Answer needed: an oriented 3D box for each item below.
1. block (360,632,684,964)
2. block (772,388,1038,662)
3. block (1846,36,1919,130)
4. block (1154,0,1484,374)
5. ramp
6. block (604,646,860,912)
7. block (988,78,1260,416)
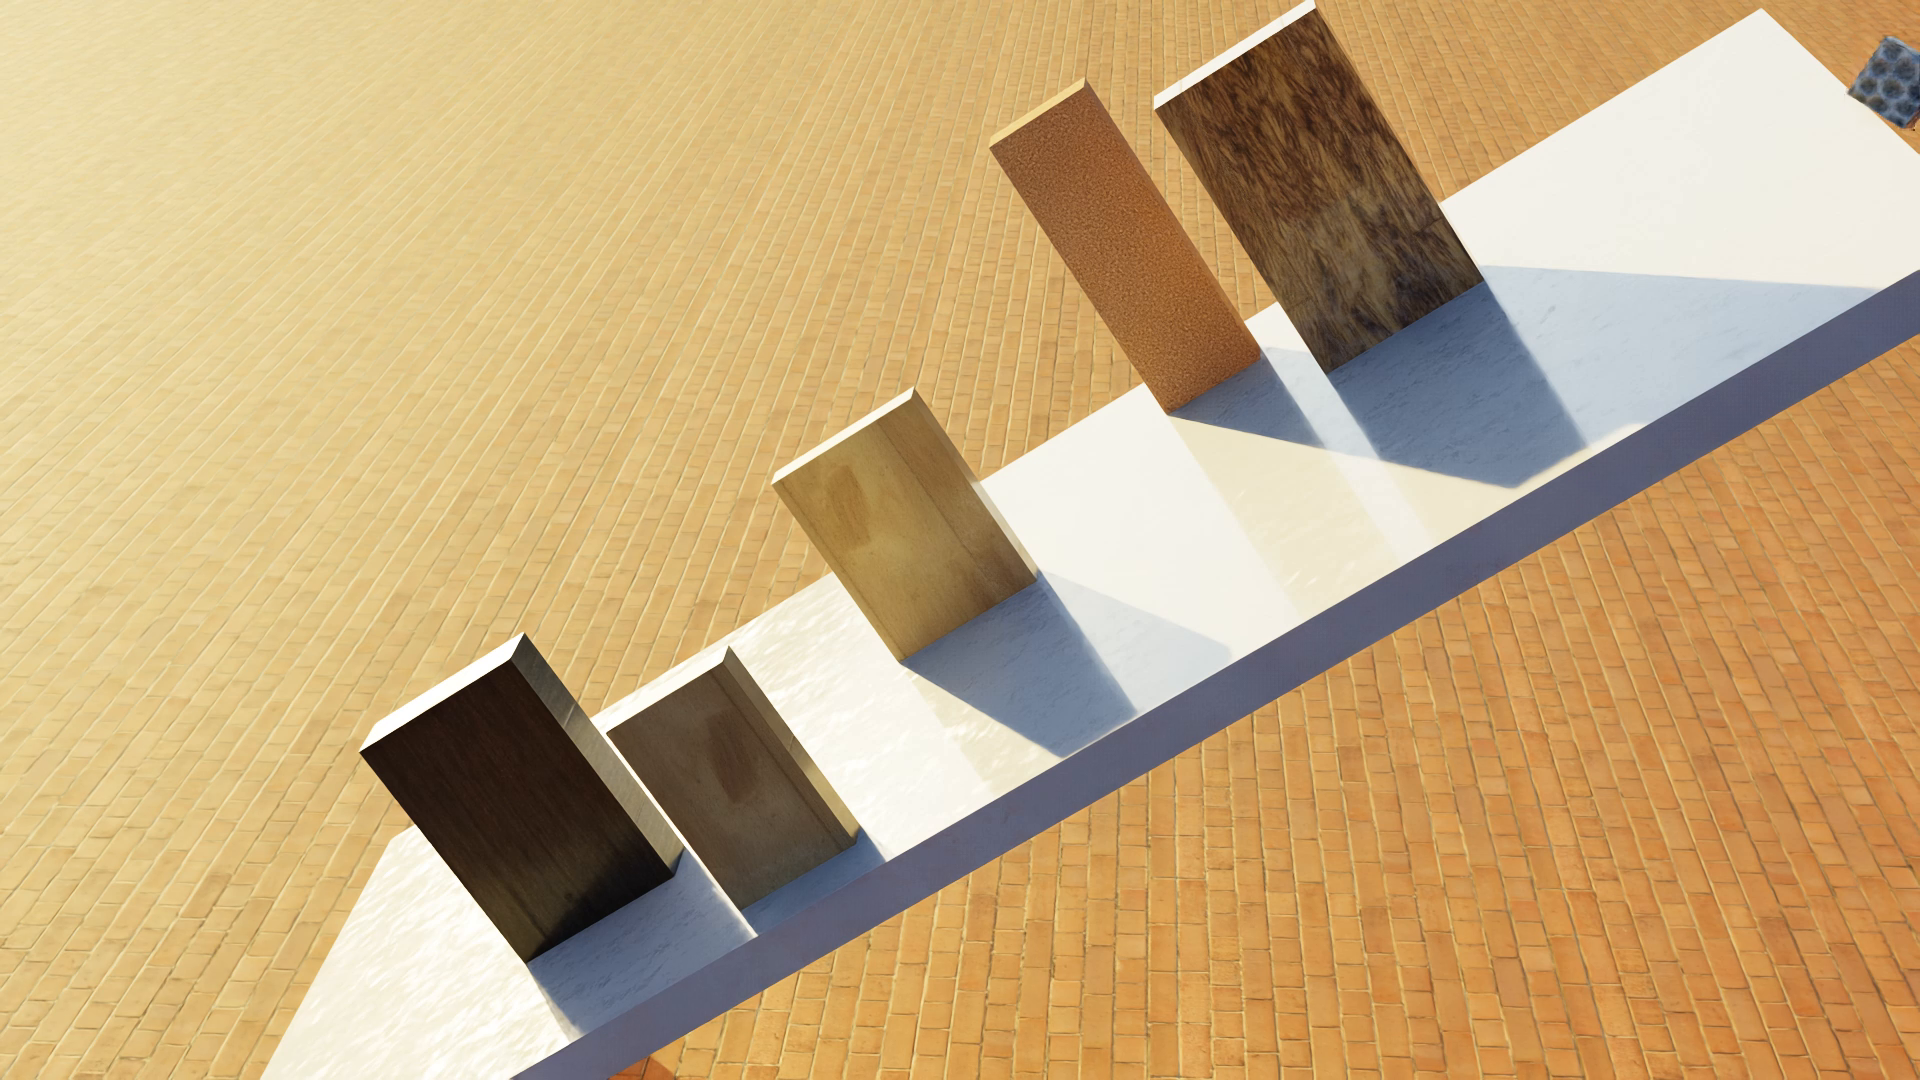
[{"bbox_3d":[-0.903,0.538,6.095,0.389,0.574,0.142,-31,15,14],"label":"block"},{"bbox_3d":[-0.116,-0.029,6.322,0.360,0.487,0.081,-31,15,14],"label":"block"},{"bbox_3d":[1.839,-0.895,5.759,0.130,0.130,0.130,37,22,16],"label":"block"},{"bbox_3d":[0.763,-0.748,6.255,0.393,0.689,0.128,-31,15,14],"label":"block"},{"bbox_3d":[0.139,0.171,6.297,4.000,0.100,2.000,-31,15,14],"label":"ramp"},{"bbox_3d":[-0.430,0.455,5.595,0.273,0.443,0.084,-31,15,14],"label":"block"},{"bbox_3d":[0.379,-0.666,6.710,0.254,0.747,0.111,-31,15,14],"label":"block"}]
